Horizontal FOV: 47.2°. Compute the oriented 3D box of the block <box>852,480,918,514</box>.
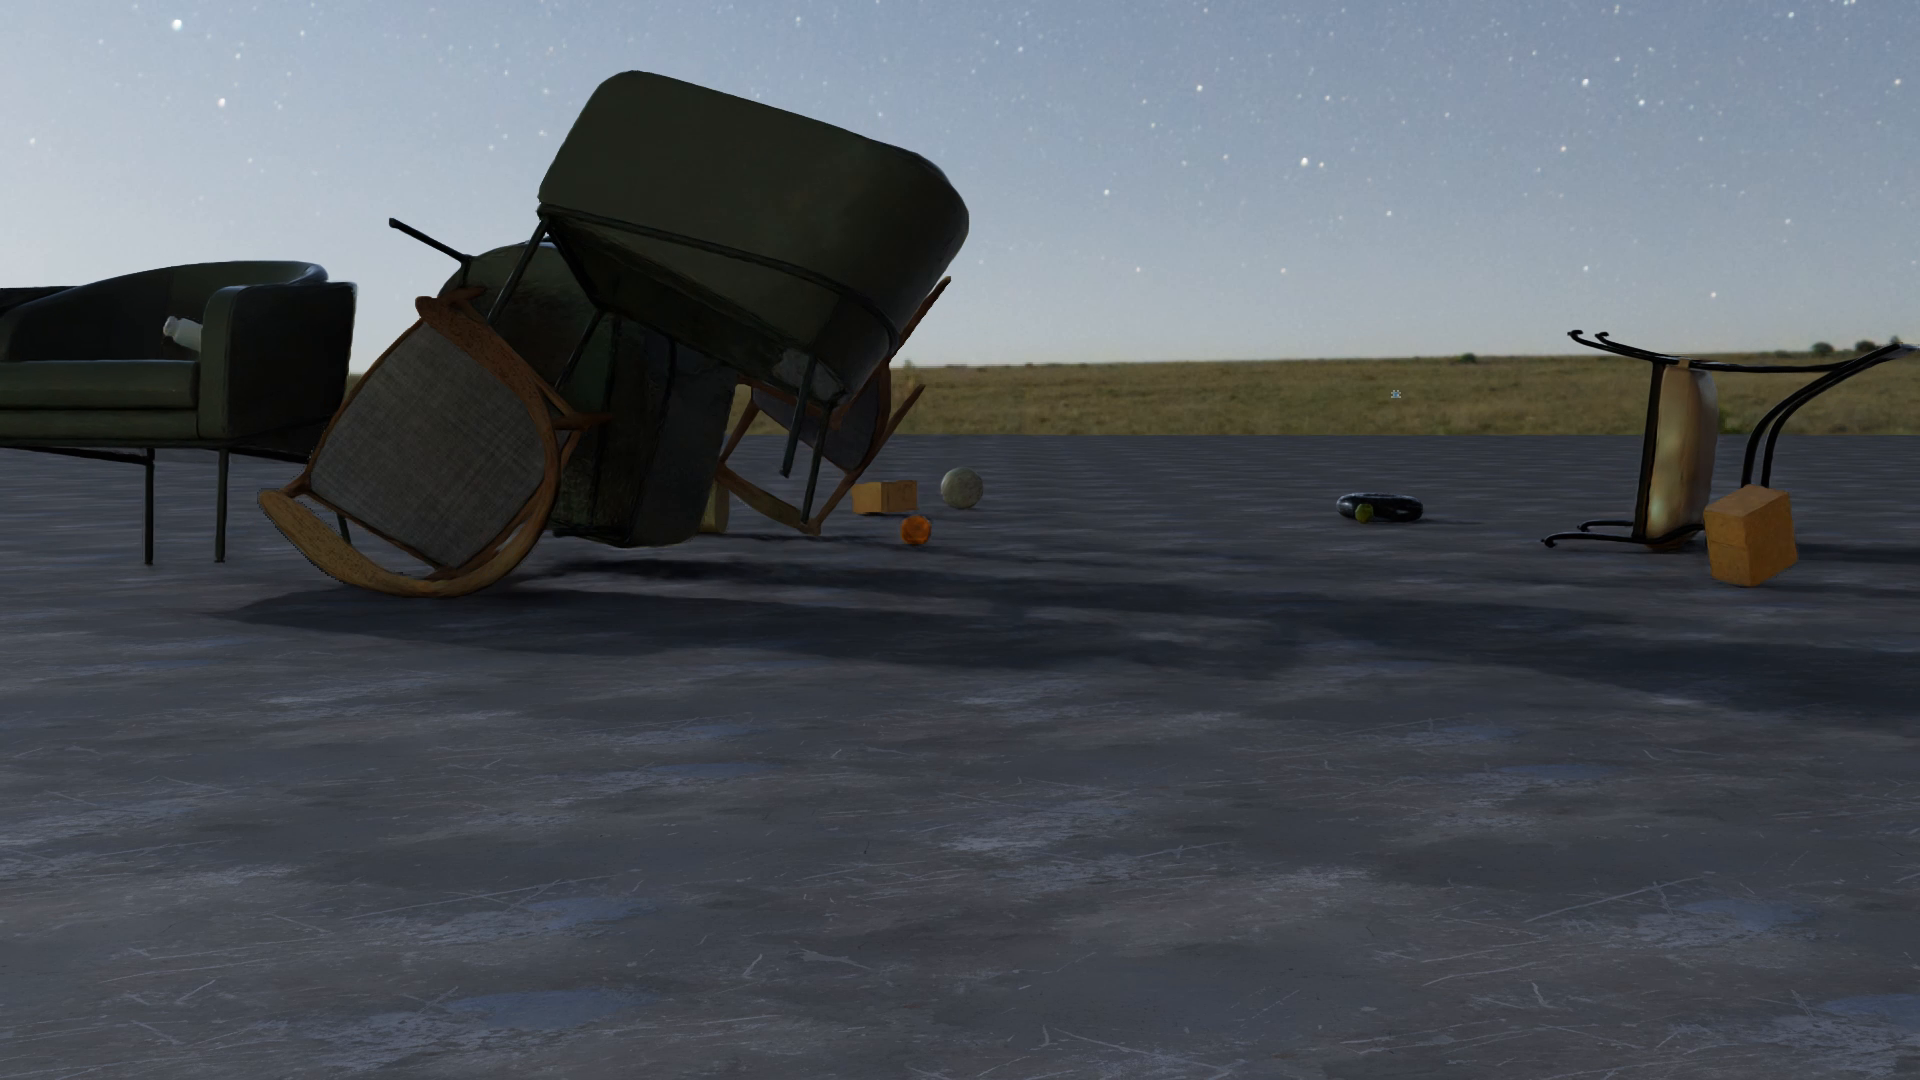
[{"bbox_3d":[-0.269,-0.151,7.836,0.151,0.106,0.196,-3,0,-34],"label":"block"}]

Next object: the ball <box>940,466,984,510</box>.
[{"bbox_3d":[0.008,-0.194,8.213,0.159,0.159,0.159,0,4,0],"label":"ball"}]

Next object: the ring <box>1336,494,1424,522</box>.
[{"bbox_3d":[1.444,-0.112,7.565,0.264,0.084,0.350,-1,5,-24],"label":"ring"}]

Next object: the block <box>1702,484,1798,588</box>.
[{"bbox_3d":[1.802,-0.011,5.014,0.154,0.175,0.113,-25,22,-24],"label":"block"}]

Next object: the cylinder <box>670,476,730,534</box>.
[{"bbox_3d":[-0.807,-0.109,6.835,0.148,0.180,0.128,1,-11,14],"label":"cylinder"}]
